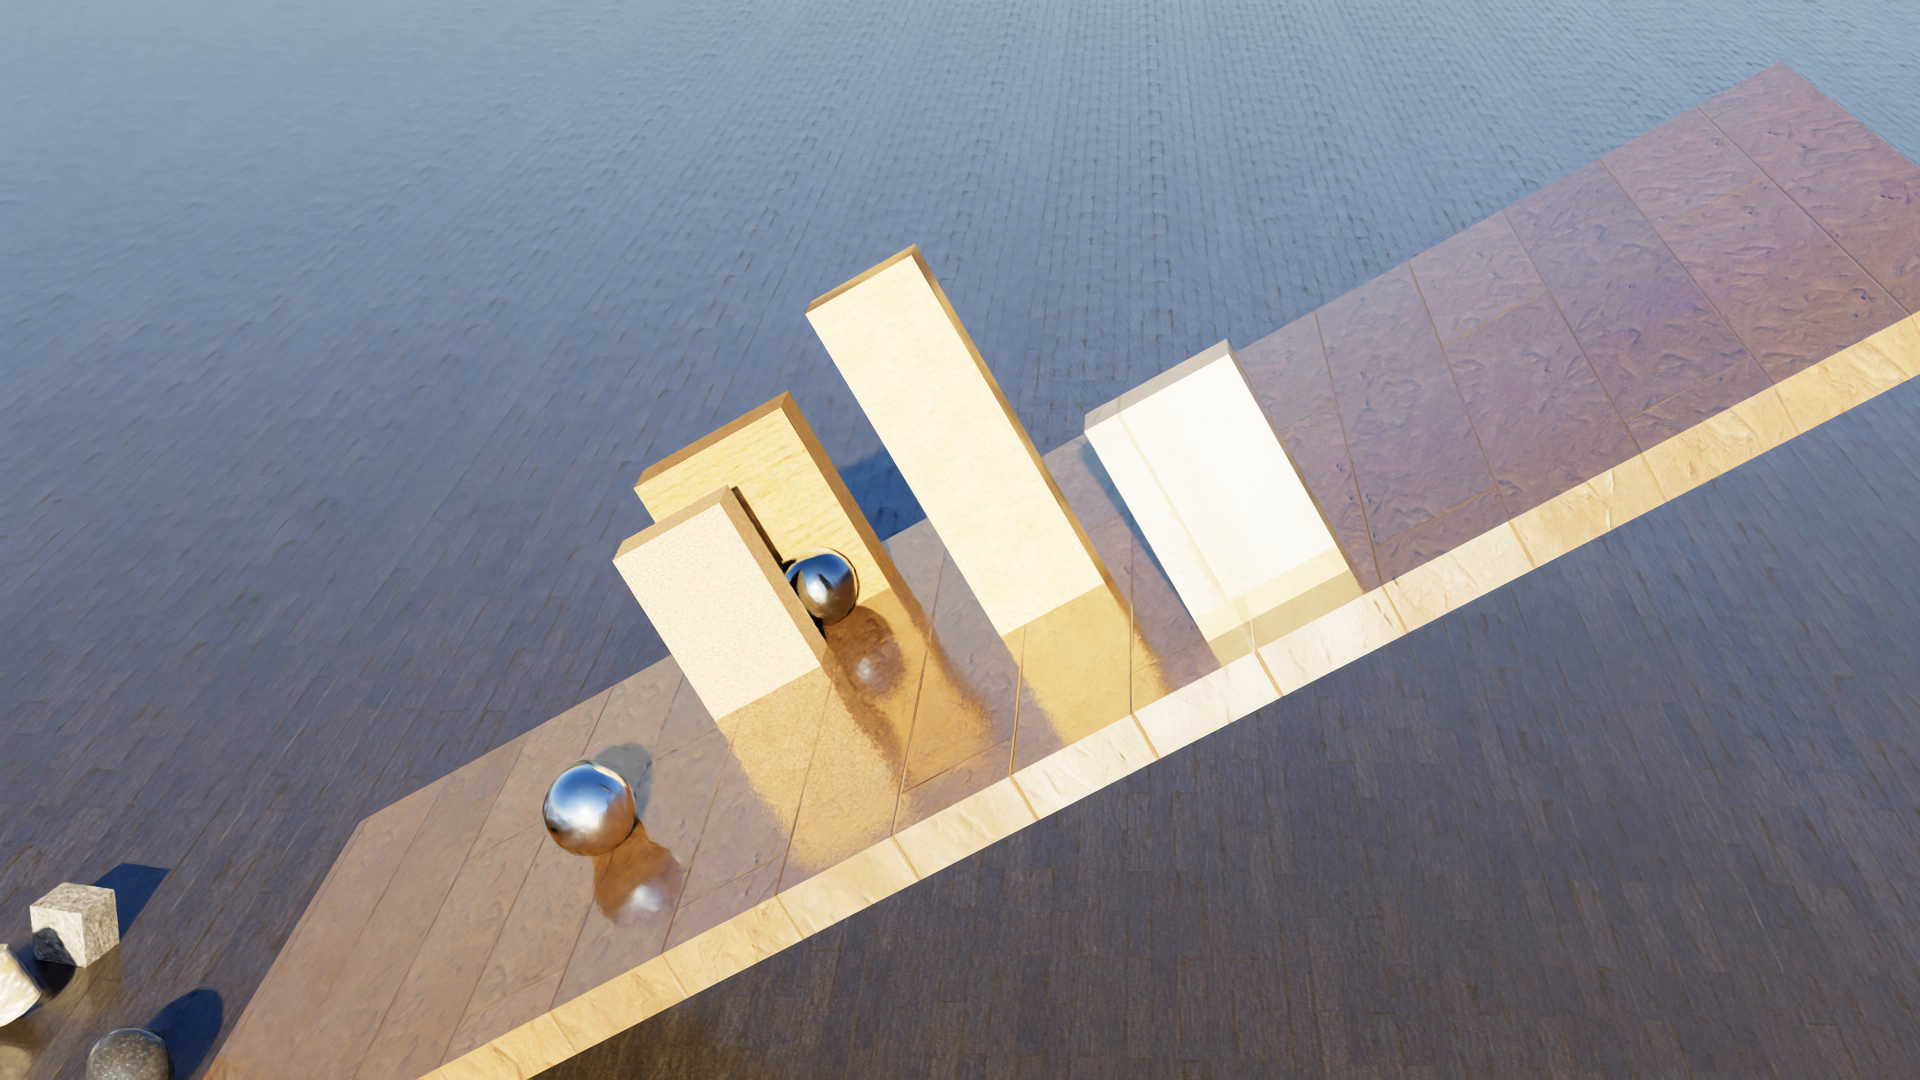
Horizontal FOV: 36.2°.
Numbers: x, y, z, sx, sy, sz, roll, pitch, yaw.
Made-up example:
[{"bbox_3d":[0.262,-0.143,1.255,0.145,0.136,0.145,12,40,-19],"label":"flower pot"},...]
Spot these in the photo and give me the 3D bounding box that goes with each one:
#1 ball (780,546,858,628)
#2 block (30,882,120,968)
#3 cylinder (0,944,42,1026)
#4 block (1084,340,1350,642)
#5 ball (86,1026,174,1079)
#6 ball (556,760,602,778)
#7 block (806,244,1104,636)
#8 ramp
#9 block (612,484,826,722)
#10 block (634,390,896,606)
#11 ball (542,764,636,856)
[{"bbox_3d":[-0.332,0.109,6.805,0.187,0.187,0.187,0,18,0],"label":"ball"},{"bbox_3d":[-2.133,0.926,7.090,0.141,0.141,0.141,6,19,17],"label":"block"},{"bbox_3d":[-2.200,1.020,6.737,0.137,0.137,0.137,-28,18,10],"label":"cylinder"},{"bbox_3d":[0.468,-0.089,5.356,0.293,0.460,0.111,-28,15,12],"label":"block"},{"bbox_3d":[-1.796,1.146,6.364,0.184,0.184,0.184,0,18,0],"label":"ball"},{"bbox_3d":[-0.822,0.554,6.450,0.141,0.141,0.141,0,18,0],"label":"ball"},{"bbox_3d":[-0.004,-0.199,6.017,0.246,0.787,0.105,-28,15,12],"label":"block"},{"bbox_3d":[0.142,0.168,6.284,4.000,0.100,2.000,-28,15,12],"label":"ramp"},{"bbox_3d":[-0.541,0.142,6.659,0.281,0.439,0.141,-28,15,12],"label":"block"},{"bbox_3d":[-0.457,-0.029,6.943,0.402,0.499,0.147,-28,15,12],"label":"block"},{"bbox_3d":[-0.782,0.570,6.207,0.195,0.195,0.195,0,18,0],"label":"ball"}]
